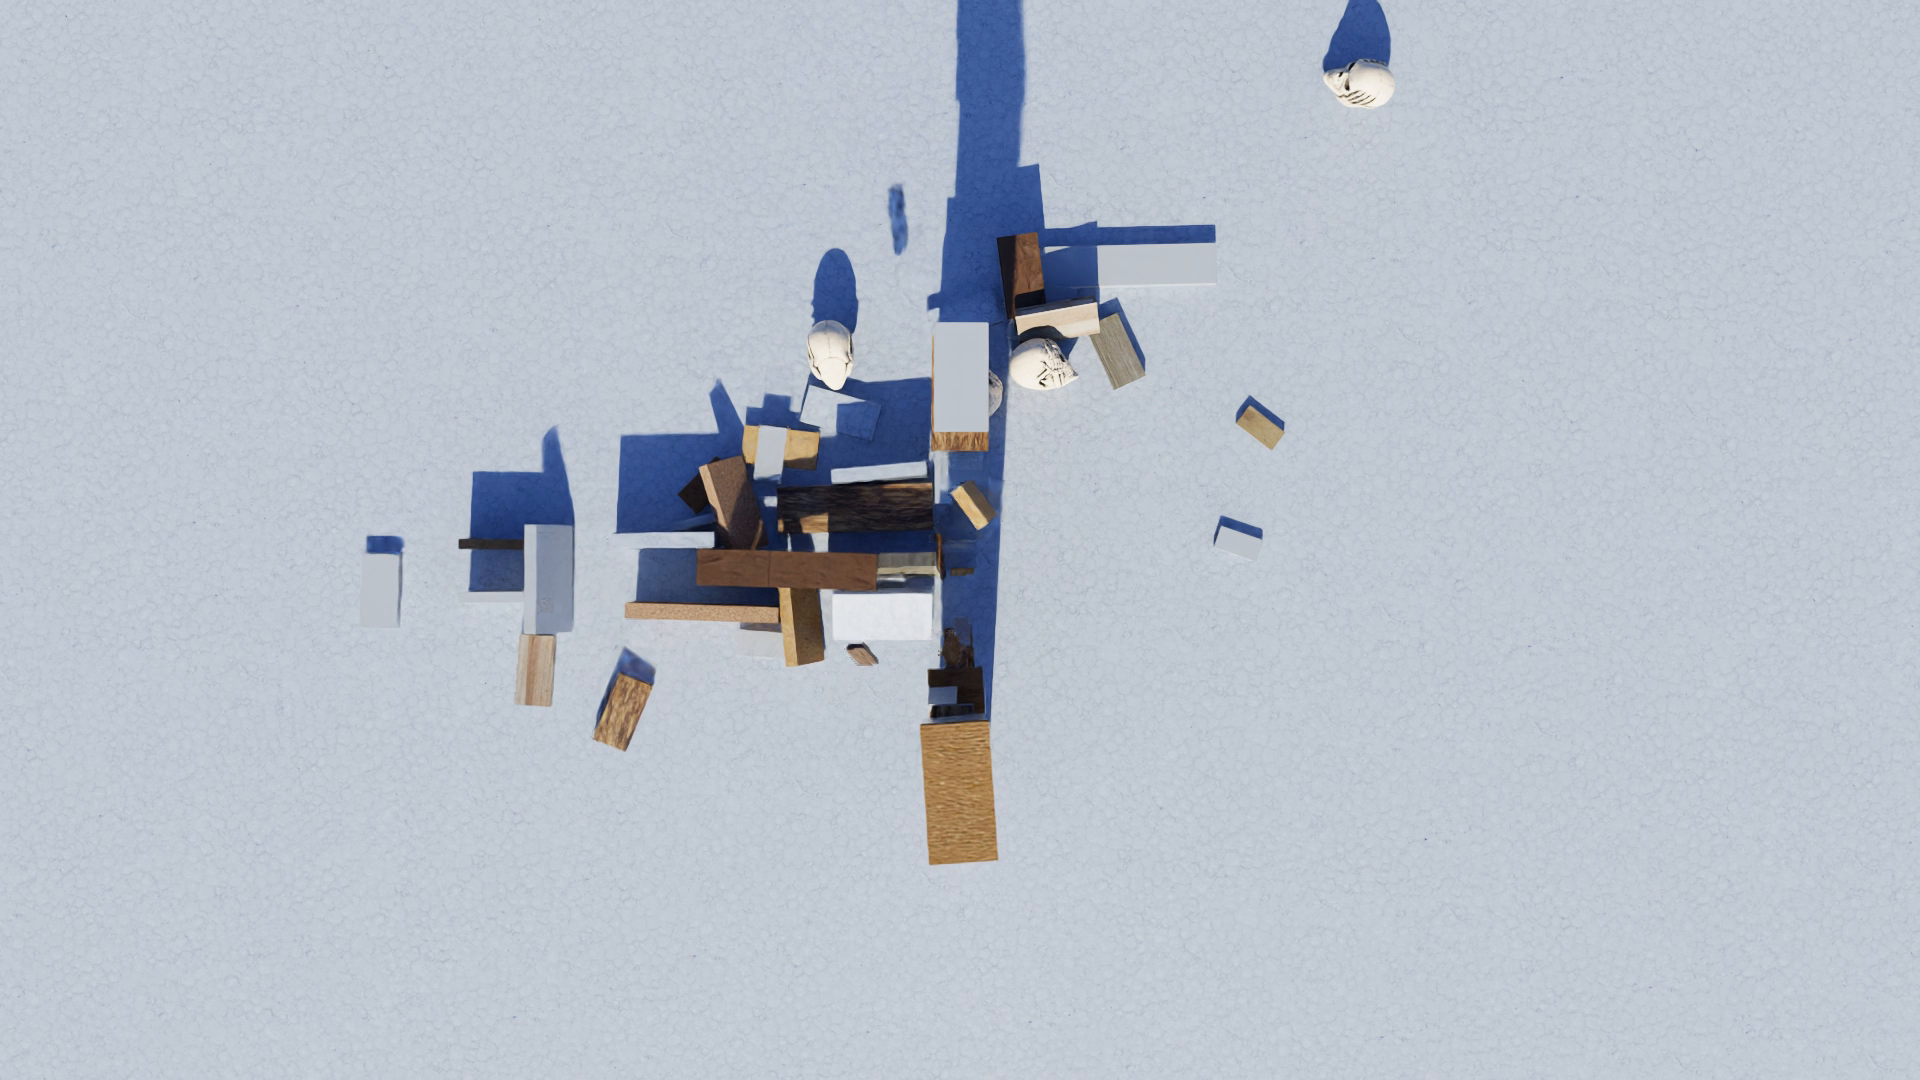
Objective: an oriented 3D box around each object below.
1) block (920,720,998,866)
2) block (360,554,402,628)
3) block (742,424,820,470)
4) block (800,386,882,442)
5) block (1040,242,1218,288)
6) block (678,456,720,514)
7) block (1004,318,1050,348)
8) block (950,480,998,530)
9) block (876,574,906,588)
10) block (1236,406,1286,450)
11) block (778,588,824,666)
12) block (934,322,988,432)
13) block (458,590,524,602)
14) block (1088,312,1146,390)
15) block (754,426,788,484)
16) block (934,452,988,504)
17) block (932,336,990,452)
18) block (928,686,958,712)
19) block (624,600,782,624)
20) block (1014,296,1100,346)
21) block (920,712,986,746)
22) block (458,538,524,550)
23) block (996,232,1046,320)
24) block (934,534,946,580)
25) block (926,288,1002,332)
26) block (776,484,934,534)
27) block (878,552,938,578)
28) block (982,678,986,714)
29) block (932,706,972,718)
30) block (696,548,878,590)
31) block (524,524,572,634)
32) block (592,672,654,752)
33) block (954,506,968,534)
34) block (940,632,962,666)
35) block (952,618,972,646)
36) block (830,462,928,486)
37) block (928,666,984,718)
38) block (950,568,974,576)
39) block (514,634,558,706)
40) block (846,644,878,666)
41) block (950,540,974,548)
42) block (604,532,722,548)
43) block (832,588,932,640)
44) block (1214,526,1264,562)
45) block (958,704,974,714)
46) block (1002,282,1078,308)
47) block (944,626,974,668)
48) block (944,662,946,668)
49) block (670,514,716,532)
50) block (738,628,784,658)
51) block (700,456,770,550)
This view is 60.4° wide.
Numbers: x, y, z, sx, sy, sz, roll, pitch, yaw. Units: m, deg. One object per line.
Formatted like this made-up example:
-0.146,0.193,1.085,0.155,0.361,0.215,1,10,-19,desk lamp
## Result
-0.002,0.652,4.264,0.178,0.050,0.356,-4,86,0,block
-1.923,0.169,5.483,0.121,0.034,0.243,2,90,0,block
-0.596,-0.306,5.482,0.249,0.035,0.125,6,90,0,block
-0.395,-0.420,5.482,0.249,0.035,0.125,16,90,0,block
0.502,-0.909,5.481,0.697,0.038,0.133,-1,90,0,block
-0.842,-0.182,5.487,0.182,0.026,0.091,-45,90,0,block
0.231,-0.693,5.489,0.149,0.021,0.074,16,90,0,block
0.043,-0.100,4.638,0.035,0.388,0.125,-36,90,7,block
-0.266,0.151,5.456,0.169,0.024,0.085,-1,134,4,block
1.000,-0.372,5.489,0.148,0.021,0.074,38,90,0,block
-0.525,0.244,5.417,0.046,0.163,0.327,-6,90,27,block
0.003,-0.415,4.210,0.138,0.039,0.276,0,90,0,block
-1.516,0.187,5.439,0.243,0.122,0.034,0,90,0,block
0.517,-0.626,5.484,0.114,0.032,0.229,-25,90,0,block
-0.626,-0.283,5.452,0.091,0.026,0.182,7,90,0,block
0.004,-0.279,5.148,0.164,0.047,0.329,0,90,0,block
0.001,-0.402,4.528,0.157,0.044,0.314,0,90,0,block
-0.050,0.471,4.872,0.085,0.169,0.024,-3,102,2,block
-0.834,0.236,5.412,0.495,0.177,0.050,2,90,0,block
0.319,-0.719,5.410,0.266,0.133,0.038,-10,49,3,block
-0.015,0.526,4.479,0.178,0.356,0.050,-5,92,0,block
-1.515,0.015,5.439,0.243,0.122,0.034,1,90,0,block
0.203,-0.866,5.405,0.133,0.038,0.266,-8,100,1,block
-0.065,0.055,5.462,0.021,0.075,0.149,-7,90,-1,block
0.015,-0.741,5.484,0.229,0.032,0.114,-20,90,0,block
-0.347,-0.104,5.478,0.514,0.044,0.155,-2,90,0,block
-0.259,0.083,5.415,0.370,0.163,0.046,0,77,0,block
-0.003,0.505,5.177,0.166,0.332,0.047,-4,70,0,block
-0.023,0.589,4.662,0.117,0.033,0.234,0,72,1,block
-0.557,0.095,5.317,0.581,0.033,0.117,2,90,3,block
-1.350,0.128,5.410,0.050,0.177,0.354,0,90,27,block
-1.118,0.571,5.476,0.117,0.033,0.235,22,90,-8,block
0.003,-0.064,5.400,0.047,0.013,0.094,0,90,0,block
-0.026,0.339,5.125,0.016,0.110,0.055,-29,109,26,block
0.006,0.305,5.458,0.055,0.016,0.110,-5,49,0,block
-0.262,-0.218,5.422,0.310,0.155,0.044,-5,88,0,block
-0.007,0.553,4.959,0.166,0.047,0.332,-3,72,-1,block
0.007,0.103,5.425,0.075,0.149,0.021,-1,90,0,block
-1.410,0.432,5.483,0.117,0.033,0.235,4,90,0,block
-0.281,0.331,4.750,0.055,0.110,0.016,-8,58,17,block
0.008,0.014,5.425,0.075,0.149,0.021,-2,91,0,block
-0.970,0.000,5.411,0.354,0.177,0.050,-1,91,0,block
-0.255,0.244,5.447,0.327,0.046,0.163,0,111,-1,block
0.927,0.012,5.489,0.149,0.021,0.074,19,90,0,block
-0.017,0.514,4.825,0.117,0.234,0.033,-3,92,0,block
0.266,-0.800,5.452,0.229,0.032,0.114,14,99,-3,block
-0.001,0.371,5.429,0.094,0.027,0.187,-4,49,0,block
-0.001,0.453,5.408,0.094,0.187,0.027,-4,112,0,block
-0.863,-0.063,5.455,0.182,0.091,0.026,-14,90,0,block
-0.649,0.346,5.488,0.175,0.024,0.085,5,90,0,block
-0.741,-0.111,5.419,0.044,0.155,0.310,-14,95,42,block
